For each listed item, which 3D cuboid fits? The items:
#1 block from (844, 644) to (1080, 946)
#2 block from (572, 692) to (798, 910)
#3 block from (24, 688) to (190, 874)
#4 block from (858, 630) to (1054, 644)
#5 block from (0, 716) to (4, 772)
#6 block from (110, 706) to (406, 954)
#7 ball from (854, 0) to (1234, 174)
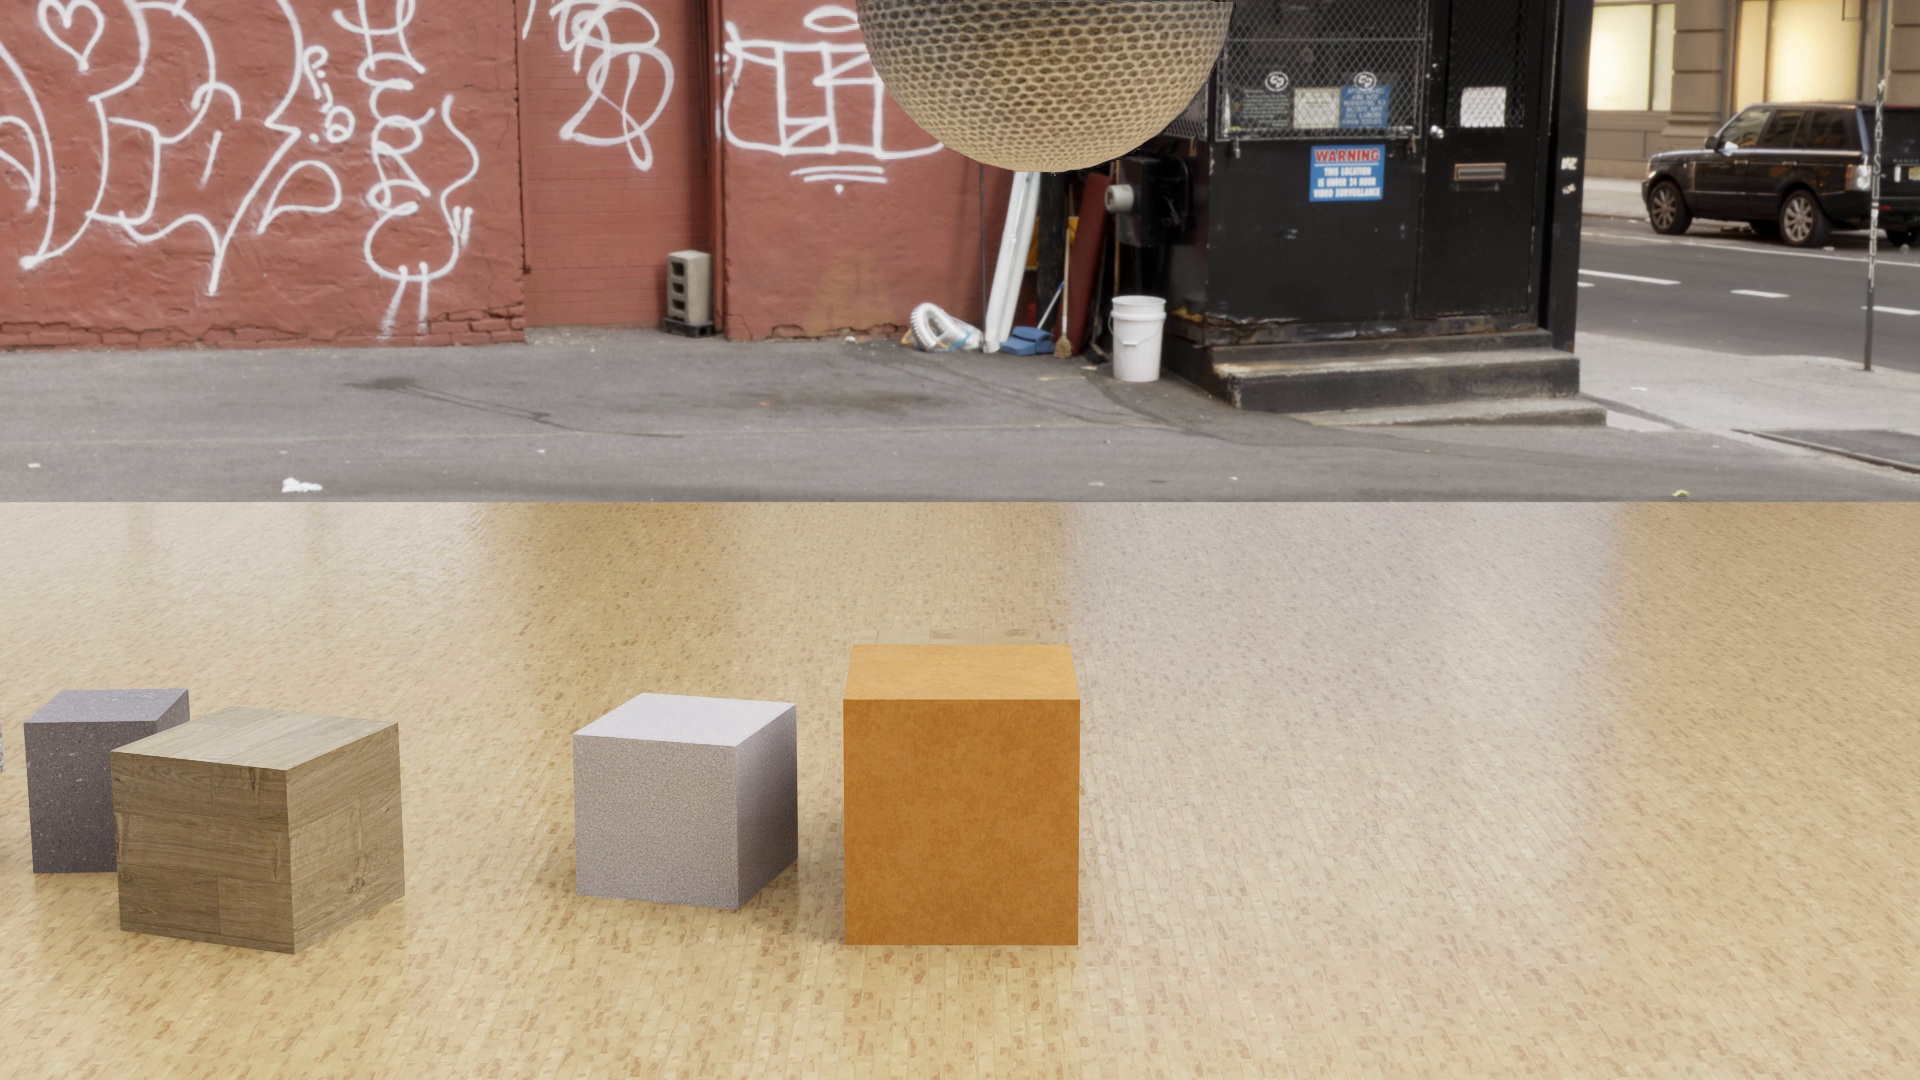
[{"bbox_3d":[0.007,1.056,10.873,0.951,1.031,1.003,0,10,0],"label":"block"},{"bbox_3d":[-1.197,1.136,11.315,0.744,0.717,0.776,3,11,15],"label":"block"},{"bbox_3d":[-3.852,1.086,11.662,0.575,0.691,0.608,-1,10,-4],"label":"block"},{"bbox_3d":[-0.020,0.950,11.868,0.916,0.885,0.974,0,10,0],"label":"block"},{"bbox_3d":[-5.361,0.751,13.202,0.691,0.800,0.792,-5,12,-27],"label":"block"},{"bbox_3d":[-2.942,1.201,10.809,0.851,0.770,0.815,4,11,20],"label":"block"},{"bbox_3d":[0.351,-2.345,10.754,1.600,1.600,1.600,0,10,0],"label":"ball"}]
